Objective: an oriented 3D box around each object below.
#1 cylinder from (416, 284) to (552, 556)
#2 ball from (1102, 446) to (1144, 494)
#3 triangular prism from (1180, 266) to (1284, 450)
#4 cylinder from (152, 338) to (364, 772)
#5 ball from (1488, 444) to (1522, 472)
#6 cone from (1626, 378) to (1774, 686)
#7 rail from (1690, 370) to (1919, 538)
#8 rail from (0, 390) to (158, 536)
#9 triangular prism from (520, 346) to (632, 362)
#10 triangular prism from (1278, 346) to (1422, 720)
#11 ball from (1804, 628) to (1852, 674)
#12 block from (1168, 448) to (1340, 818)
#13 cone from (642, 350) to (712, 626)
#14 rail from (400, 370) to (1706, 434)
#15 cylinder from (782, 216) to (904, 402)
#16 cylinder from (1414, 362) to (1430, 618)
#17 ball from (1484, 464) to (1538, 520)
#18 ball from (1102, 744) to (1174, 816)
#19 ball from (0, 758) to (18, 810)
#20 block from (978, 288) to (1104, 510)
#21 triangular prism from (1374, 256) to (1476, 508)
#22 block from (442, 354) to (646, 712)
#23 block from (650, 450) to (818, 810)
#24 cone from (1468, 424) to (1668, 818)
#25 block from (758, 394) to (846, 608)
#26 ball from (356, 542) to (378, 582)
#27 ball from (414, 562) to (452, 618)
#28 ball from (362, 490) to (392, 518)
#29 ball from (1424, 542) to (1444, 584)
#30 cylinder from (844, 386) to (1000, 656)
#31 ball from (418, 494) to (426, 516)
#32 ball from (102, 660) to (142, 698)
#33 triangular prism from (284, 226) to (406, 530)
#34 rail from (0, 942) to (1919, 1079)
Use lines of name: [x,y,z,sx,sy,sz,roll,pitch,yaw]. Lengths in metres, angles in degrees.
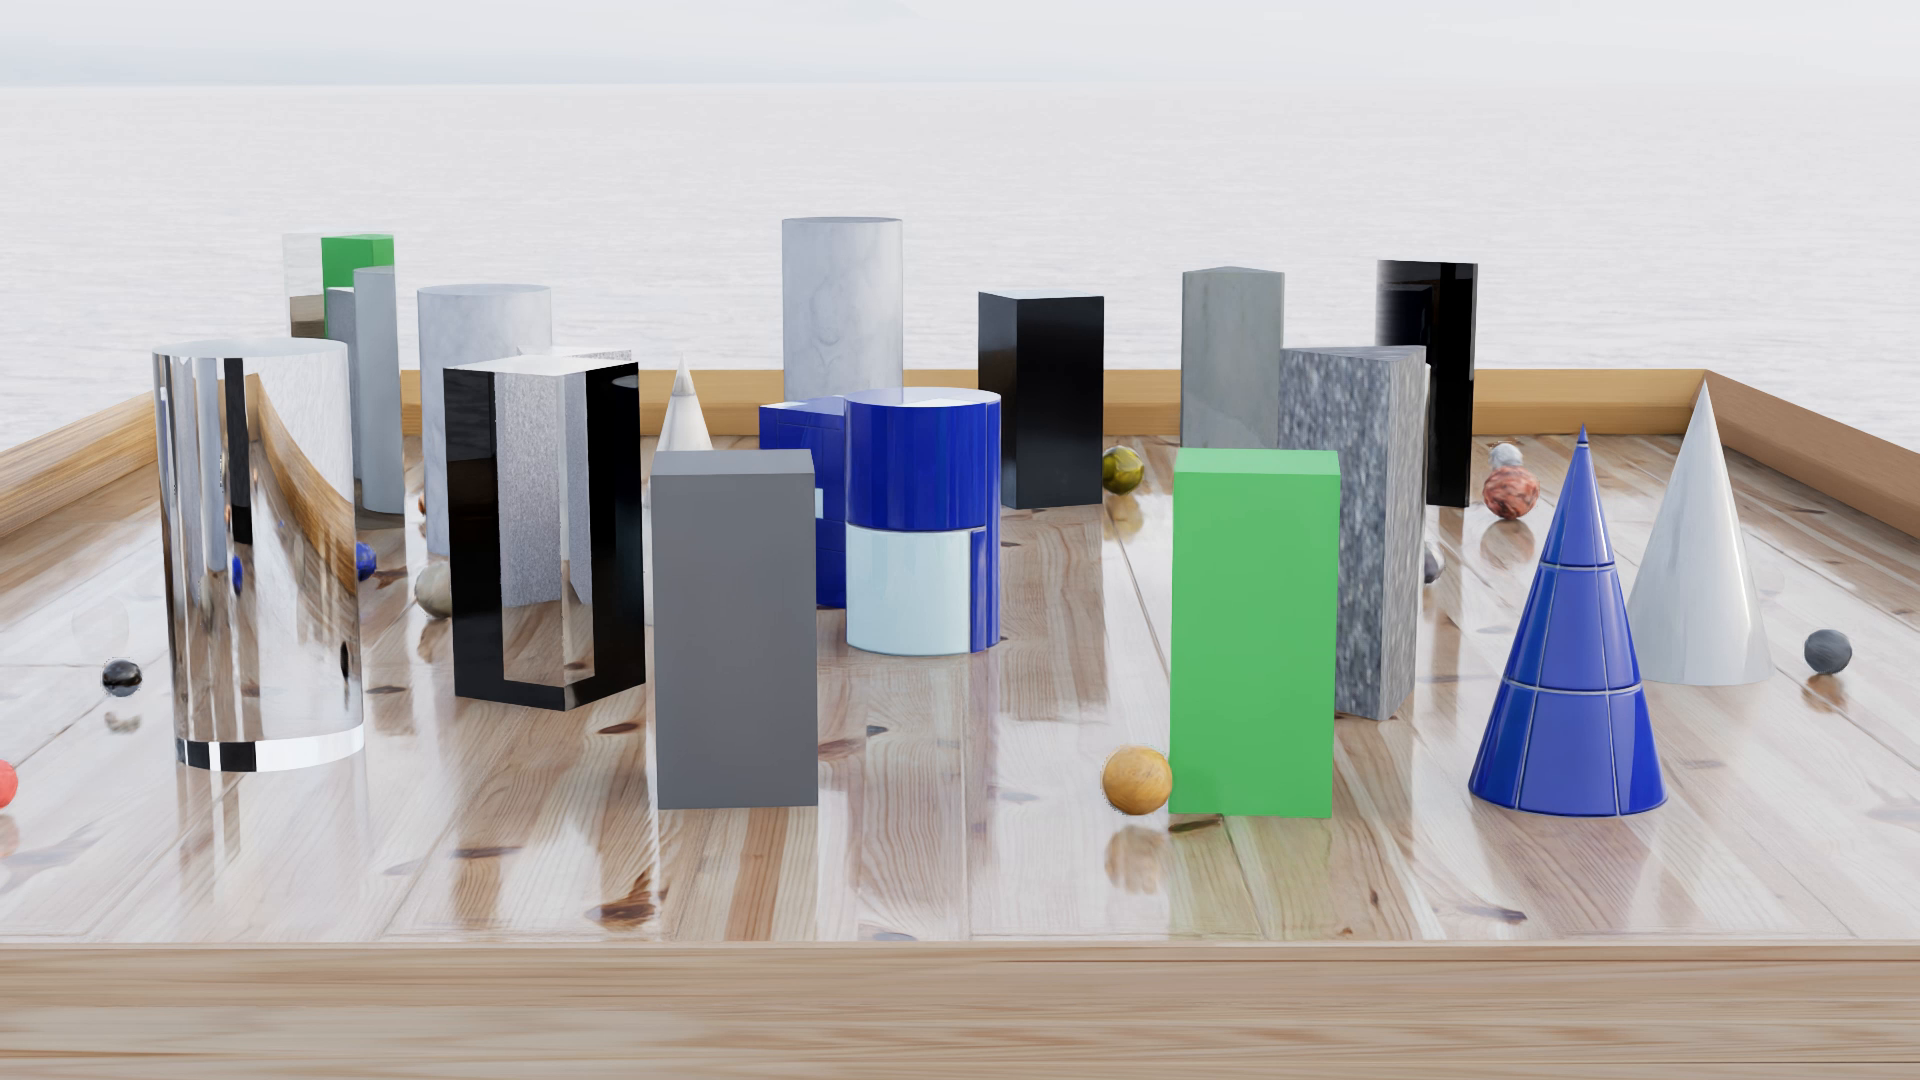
cylinder: [-0.719,-0.186,3.910,0.199,0.394,0.199,0,10,0]
ball: [0.275,-0.119,4.405,0.084,0.084,0.084,0,10,0]
triangular prism: [0.476,-0.290,4.530,0.173,0.375,0.149,1,10,3]
cylinder: [-0.747,0.011,2.738,0.199,0.434,0.199,0,10,0]
ball: [0.979,-0.144,4.603,0.059,0.059,0.059,0,10,0]
cone: [0.896,-0.019,3.117,0.199,0.356,0.199,0,10,0]
rail: [1.476,0.032,3.457,0.045,0.129,3.394,0,10,0]
rail: [-1.476,0.035,3.440,0.045,0.129,3.394,0,10,0]
triangular prism: [-0.576,-0.104,3.634,0.173,0.333,0.149,-10,14,-43]
triangular prism: [0.480,-0.017,2.965,0.149,0.406,0.173,-9,14,-39]
ball: [1.051,0.135,3.108,0.056,0.056,0.056,0,10,0]
block: [0.295,0.089,2.572,0.159,0.341,0.159,1,11,7]
cone: [-0.368,-0.078,3.435,0.199,0.355,0.199,0,10,0]
rail: [-0.010,-0.271,5.094,2.998,0.129,0.045,0,10,0]
cylinder: [-0.195,-0.295,4.279,0.199,0.475,0.199,0,10,0]
cylinder: [0.528,-0.071,3.458,0.199,0.332,0.199,0,10,0]
ball: [0.895,-0.078,4.170,0.088,0.088,0.088,0,10,0]
ball: [0.173,0.234,2.501,0.069,0.069,0.069,0,10,0]
ball: [-0.960,0.241,2.534,0.056,0.056,0.056,0,10,0]
block: [0.135,-0.241,4.331,0.159,0.350,0.159,-4,11,-23]
triangular prism: [0.808,-0.274,4.350,0.173,0.407,0.149,6,12,29]
block: [-0.483,-0.013,3.001,0.159,0.386,0.159,6,12,28]
block: [-0.227,0.087,2.598,0.159,0.336,0.159,-1,11,-5]
cone: [0.618,0.069,2.577,0.199,0.378,0.199,0,10,0]
block: [-0.165,-0.056,3.568,0.159,0.264,0.159,8,13,38]
ball: [-0.862,0.031,3.661,0.059,0.059,0.059,0,10,0]
ball: [-0.688,0.066,3.420,0.077,0.077,0.077,0,10,0]
ball: [-0.948,-0.058,4.175,0.047,0.047,0.047,0,10,0]
ball: [0.657,0.032,3.646,0.062,0.062,0.062,0,10,0]
cylinder: [-0.048,-0.027,3.270,0.199,0.314,0.199,0,10,0]
ball: [-0.862,-0.058,4.185,0.044,0.044,0.044,0,10,0]
ball: [-0.979,0.161,2.996,0.044,0.044,0.044,0,10,0]
triangular prism: [-0.995,-0.258,4.090,0.173,0.472,0.149,-5,12,-25]
rail: [0.010,0.338,1.803,2.998,0.129,0.045,0,10,0]
